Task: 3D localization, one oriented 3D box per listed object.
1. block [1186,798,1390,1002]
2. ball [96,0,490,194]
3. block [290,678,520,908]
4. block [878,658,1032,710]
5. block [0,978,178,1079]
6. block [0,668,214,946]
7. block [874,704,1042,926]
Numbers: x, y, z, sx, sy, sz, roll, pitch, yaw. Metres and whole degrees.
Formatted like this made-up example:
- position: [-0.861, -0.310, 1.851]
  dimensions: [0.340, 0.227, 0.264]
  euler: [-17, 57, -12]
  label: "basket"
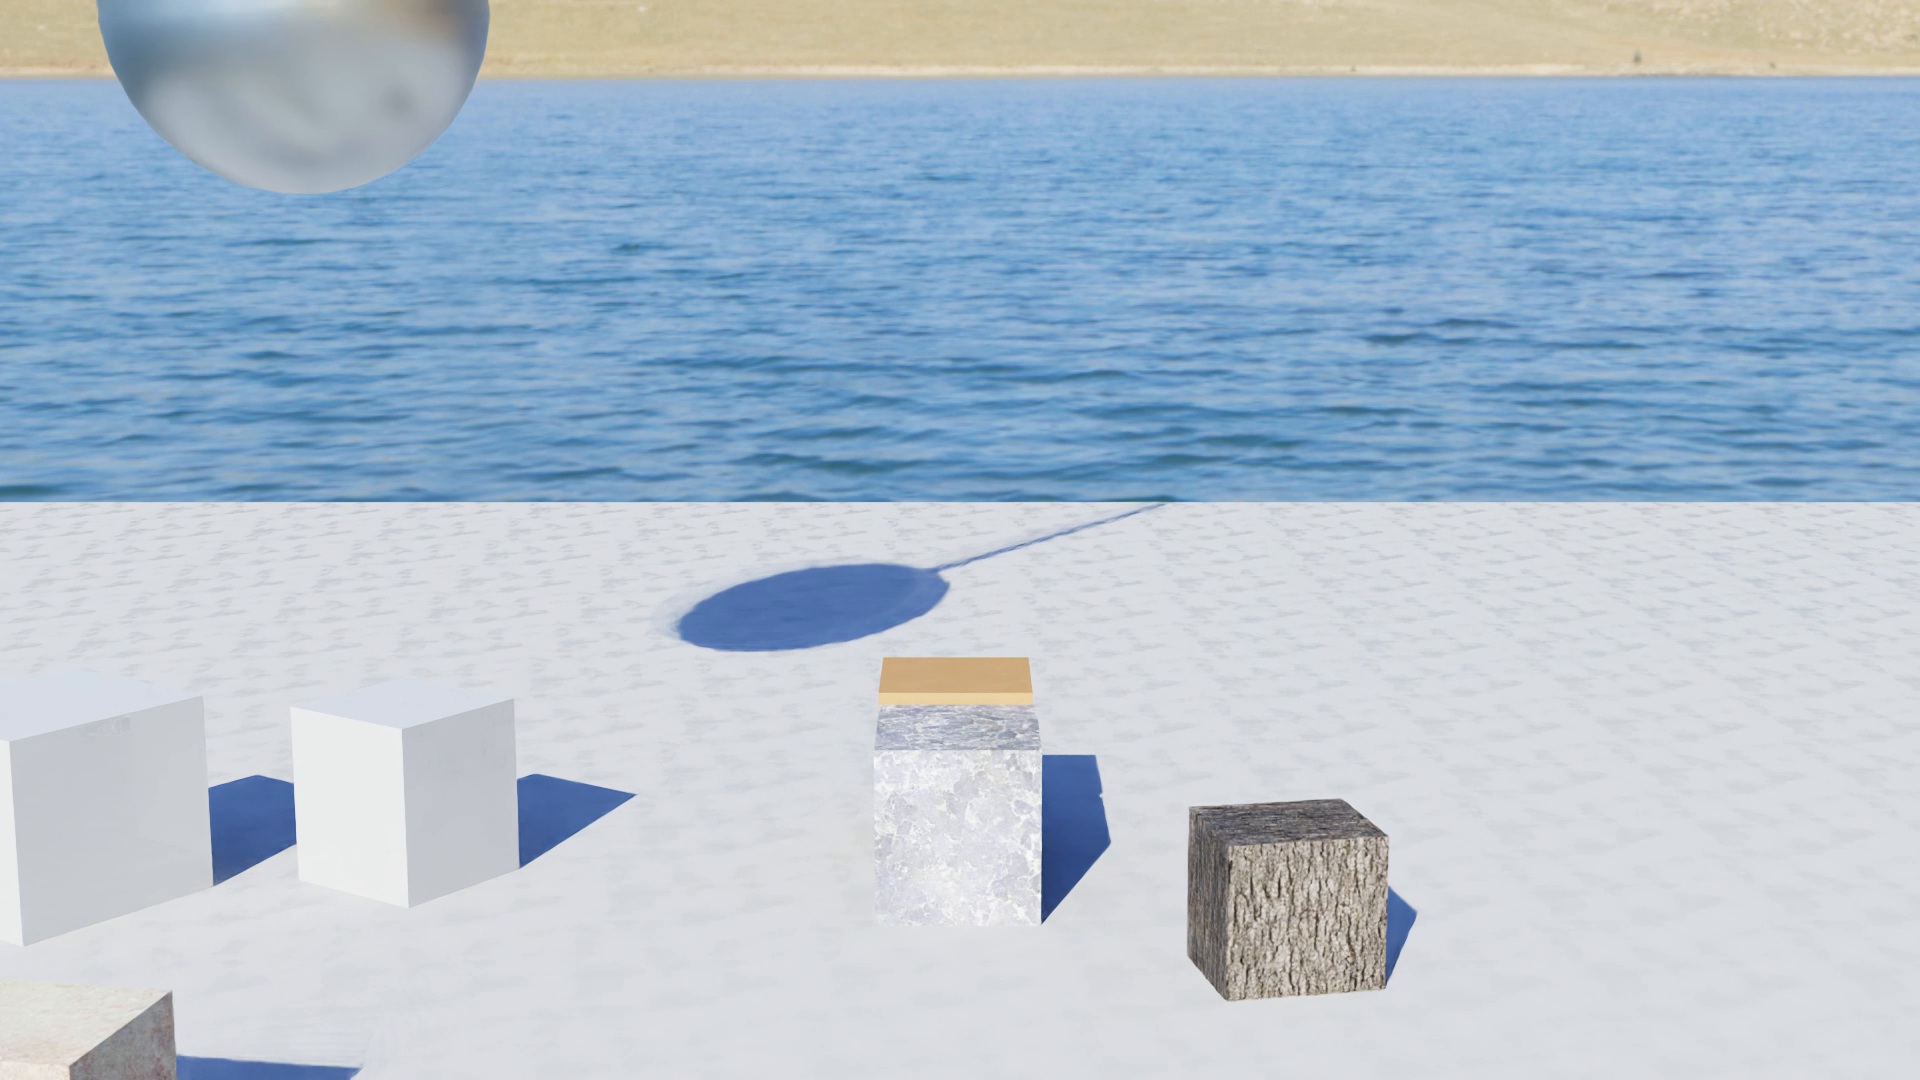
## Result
- position: [1.281, 1.406, 10.100]
  dimensions: [0.641, 0.619, 0.540]
  euler: [-2, 11, -11]
  label: "block"
- position: [-2.785, -2.256, 10.770]
  dimensions: [1.600, 1.600, 1.600]
  euler: [0, 10, 0]
  label: "ball"
- position: [-2.443, 1.099, 11.325]
  dimensions: [0.691, 0.786, 0.667]
  euler: [7, 12, 34]
  label: "block"
- position: [-0.019, 1.009, 11.766]
  dimensions: [0.683, 0.805, 0.708]
  euler: [0, 10, 0]
  label: "block"
- position: [-2.874, 1.787, 7.842]
  dimensions: [0.719, 0.679, 0.635]
  euler: [2, 10, 10]
  label: "block"
- position: [-3.901, 1.118, 11.008]
  dimensions: [0.883, 0.862, 0.956]
  euler: [7, 13, 35]
  label: "block"
- position: [-0.009, 1.169, 11.028]
  dimensions: [0.692, 0.754, 0.783]
  euler: [0, 10, 0]
  label: "block"
